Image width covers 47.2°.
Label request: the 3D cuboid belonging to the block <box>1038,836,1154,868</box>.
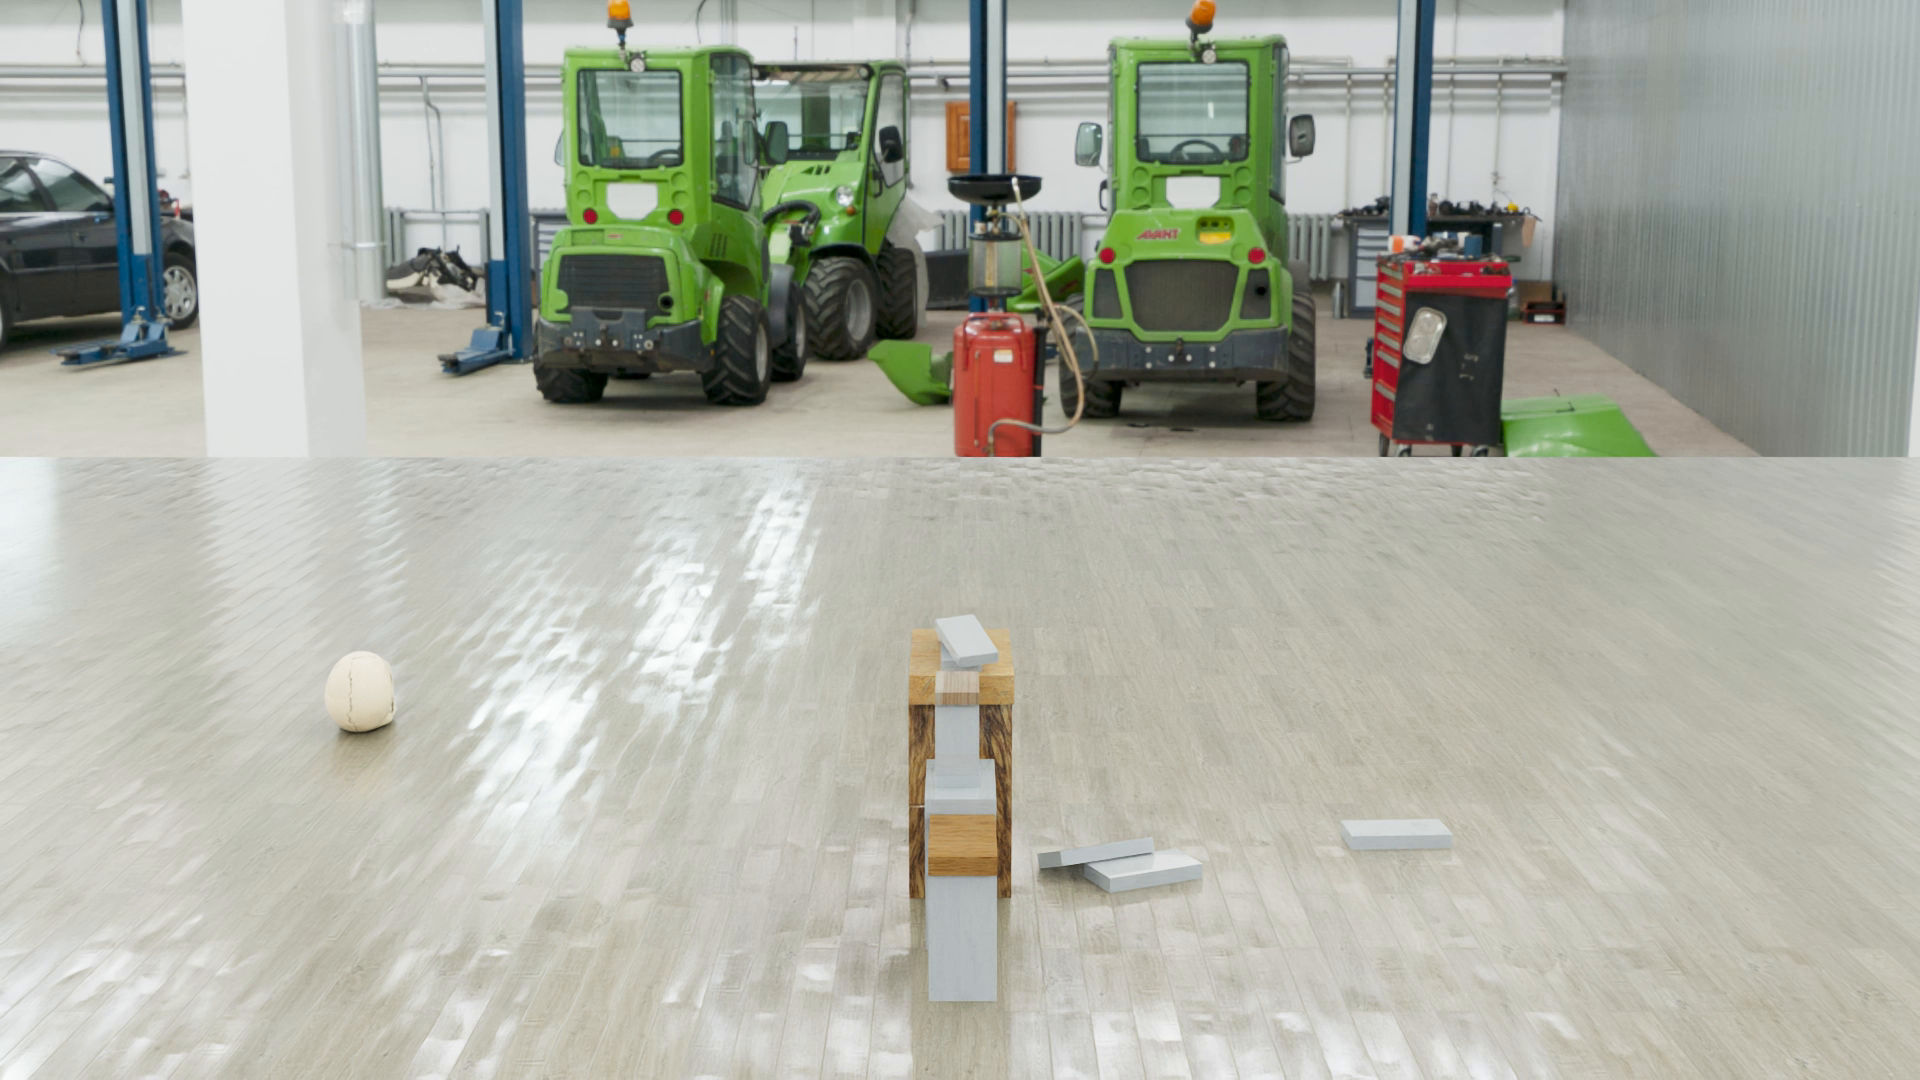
[{"bbox_3d":[0.234,0.539,3.793,0.180,0.025,0.090,-5,-8,-25],"label":"block"}]

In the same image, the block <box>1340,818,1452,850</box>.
[{"bbox_3d":[0.781,0.527,3.938,0.180,0.025,0.090,-1,11,-3],"label":"block"}]

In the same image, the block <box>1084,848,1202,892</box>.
[{"bbox_3d":[0.313,0.563,3.747,0.180,0.025,0.090,-5,12,-24],"label":"block"}]

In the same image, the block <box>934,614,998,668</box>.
[{"bbox_3d":[0.010,0.165,3.607,0.067,0.019,0.134,-7,27,-16],"label":"block"}]

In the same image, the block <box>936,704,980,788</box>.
[{"bbox_3d":[-0.004,0.315,3.408,0.068,0.136,0.019,0,11,0],"label":"block"}]

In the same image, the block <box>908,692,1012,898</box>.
[{"bbox_3d":[0.000,0.423,3.641,0.170,0.339,0.048,0,11,0],"label":"block"}]

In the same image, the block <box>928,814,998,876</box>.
[{"bbox_3d":[0.004,0.450,3.255,0.099,0.028,0.199,0,11,0],"label":"block"}]

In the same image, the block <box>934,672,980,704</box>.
[{"bbox_3d":[-0.004,0.231,3.438,0.068,0.019,0.136,0,11,0],"label":"block"}]

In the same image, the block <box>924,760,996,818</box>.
[{"bbox_3d":[0.001,0.390,3.461,0.109,0.031,0.219,0,11,0],"label":"block"}]

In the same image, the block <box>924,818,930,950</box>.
[{"bbox_3d":[0.001,0.526,3.412,0.109,0.219,0.031,0,11,0],"label":"block"}]

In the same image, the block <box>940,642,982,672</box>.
[{"bbox_3d":[0.002,0.193,3.635,0.067,0.019,0.134,0,11,0],"label":"block"}]

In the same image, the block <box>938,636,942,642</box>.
[{"bbox_3d":[-0.001,0.162,3.723,0.067,0.019,0.134,0,-1,-2],"label":"block"}]

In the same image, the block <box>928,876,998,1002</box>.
[{"bbox_3d":[0.004,0.574,3.211,0.099,0.199,0.028,0,11,0],"label":"block"}]

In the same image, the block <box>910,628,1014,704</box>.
[{"bbox_3d":[0.002,0.211,3.718,0.170,0.048,0.339,0,11,0],"label":"block"}]
